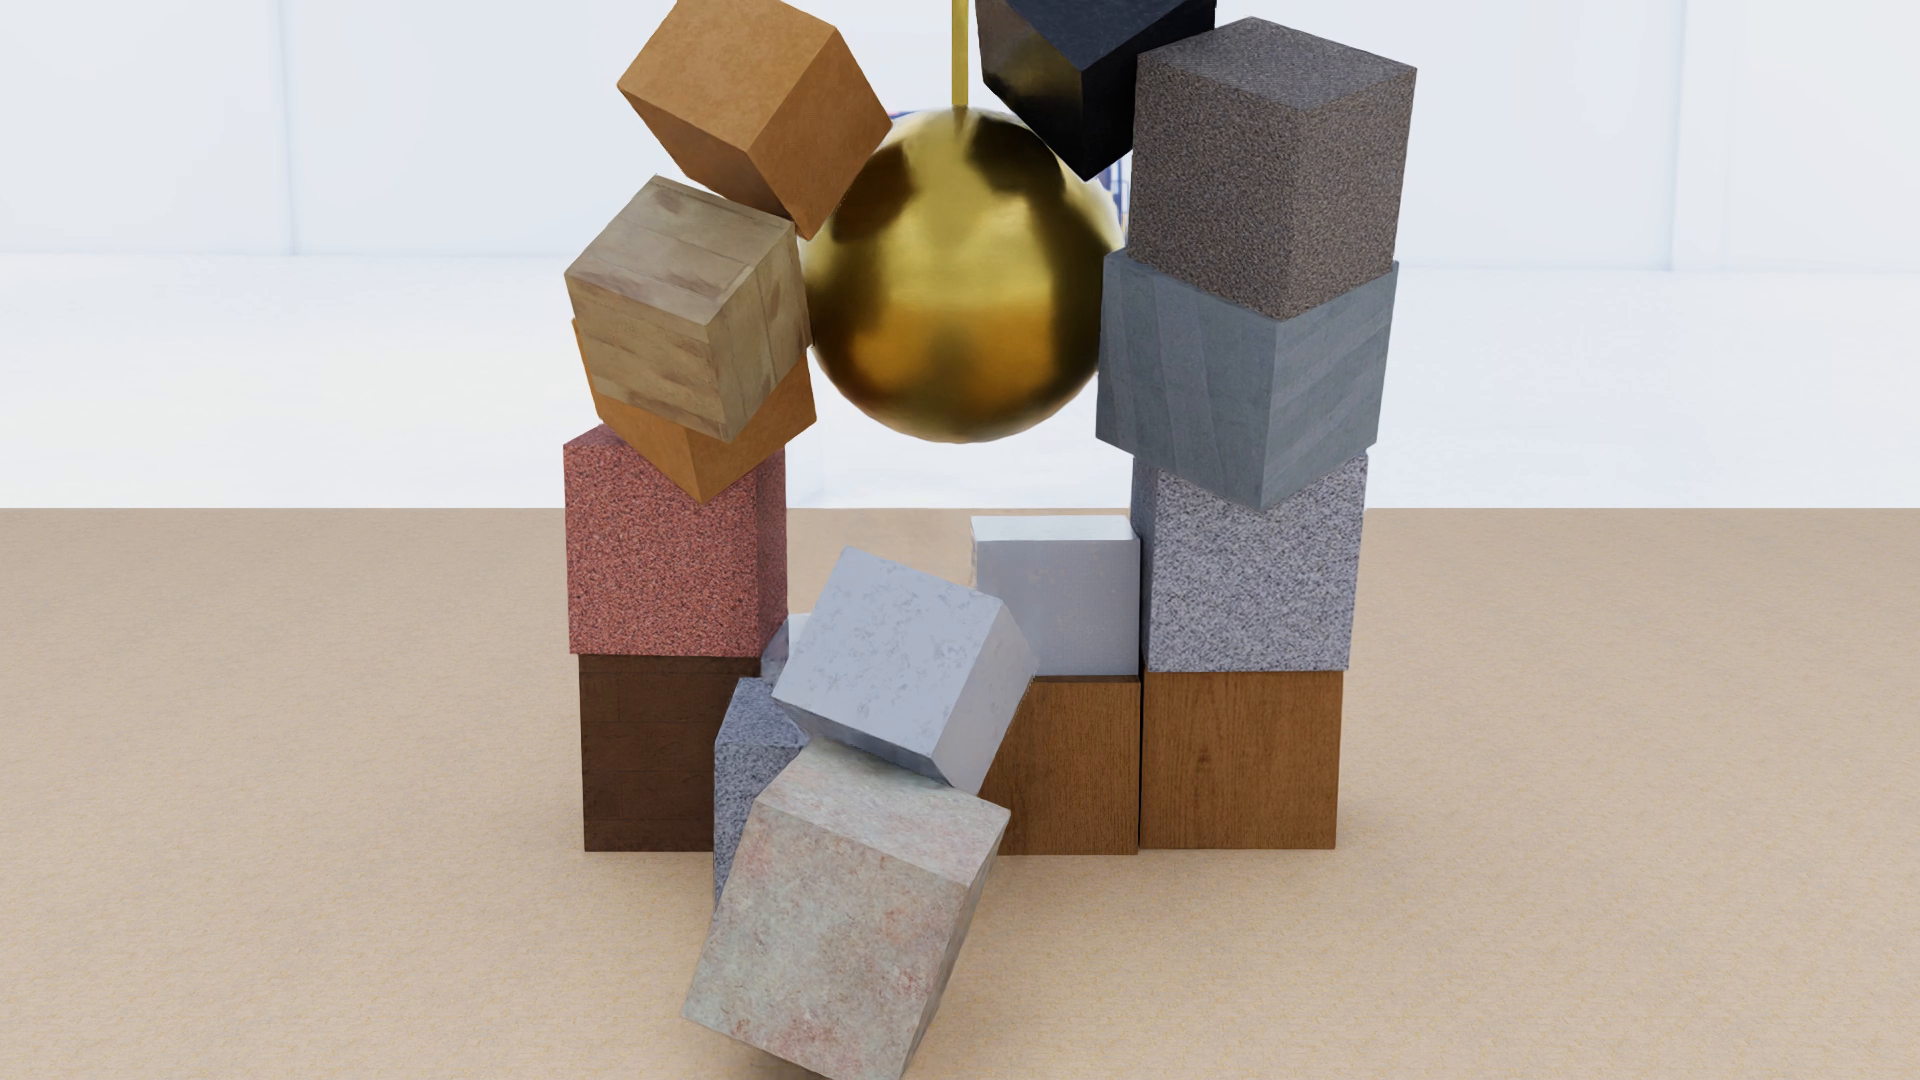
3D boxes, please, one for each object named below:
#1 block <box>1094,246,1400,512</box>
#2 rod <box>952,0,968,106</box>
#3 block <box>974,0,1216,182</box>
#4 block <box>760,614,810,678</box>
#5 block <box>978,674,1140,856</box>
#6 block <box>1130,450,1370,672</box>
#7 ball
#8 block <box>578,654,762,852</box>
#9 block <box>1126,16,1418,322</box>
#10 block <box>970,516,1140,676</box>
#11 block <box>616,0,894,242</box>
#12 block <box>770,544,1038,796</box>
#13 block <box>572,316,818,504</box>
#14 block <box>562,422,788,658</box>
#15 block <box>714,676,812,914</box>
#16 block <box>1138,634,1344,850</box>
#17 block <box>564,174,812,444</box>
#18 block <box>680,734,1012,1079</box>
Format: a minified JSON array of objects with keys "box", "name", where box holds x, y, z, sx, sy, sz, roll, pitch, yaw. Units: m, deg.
[{"box":[1.306,-0.868,10.130,0.973,0.935,0.904,27,40,36],"name":"block"},{"box":[0.000,-4.636,10.126,0.080,5.200,0.080,0,6,0],"name":"rod"},{"box":[0.603,-2.263,9.818,0.751,0.778,0.753,-36,66,-13],"name":"block"},{"box":[-0.505,0.983,11.335,0.929,1.010,0.988,0,10,1],"name":"block"},{"box":[0.429,1.039,11.383,0.912,0.882,1.058,0,10,0],"name":"block"},{"box":[1.395,-0.087,10.932,0.984,1.139,0.988,0,26,-2],"name":"block"},{"box":[0.000,-1.253,10.464,1.600,1.600,1.600,0,10,0],"name":"ball"},{"box":[-1.427,0.976,11.357,0.901,1.016,0.925,0,10,0],"name":"block"},{"box":[1.340,-1.635,9.586,0.762,0.942,0.903,-26,41,-36],"name":"block"},{"box":[0.471,0.273,11.222,0.809,0.684,0.717,0,10,-2],"name":"block"},{"box":[-0.895,-1.925,9.745,0.762,0.670,0.792,30,-10,25],"name":"block"},{"box":[-0.213,0.570,9.048,0.727,0.697,0.697,19,-18,21],"name":"block"},{"box":[-1.247,-0.800,10.415,0.725,0.673,0.805,-38,58,-24],"name":"block"},{"box":[-1.416,-0.029,11.143,0.938,1.037,0.943,1,10,4],"name":"block"},{"box":[-0.617,1.202,10.215,0.931,0.849,0.821,3,18,2],"name":"block"},{"box":[1.394,0.980,11.341,0.981,0.968,0.870,0,13,0],"name":"block"},{"box":[-1.178,-1.019,9.678,0.727,0.732,0.695,22,56,20],"name":"block"},{"box":[-0.418,1.432,8.518,0.845,0.906,0.931,21,13,7],"name":"block"}]
